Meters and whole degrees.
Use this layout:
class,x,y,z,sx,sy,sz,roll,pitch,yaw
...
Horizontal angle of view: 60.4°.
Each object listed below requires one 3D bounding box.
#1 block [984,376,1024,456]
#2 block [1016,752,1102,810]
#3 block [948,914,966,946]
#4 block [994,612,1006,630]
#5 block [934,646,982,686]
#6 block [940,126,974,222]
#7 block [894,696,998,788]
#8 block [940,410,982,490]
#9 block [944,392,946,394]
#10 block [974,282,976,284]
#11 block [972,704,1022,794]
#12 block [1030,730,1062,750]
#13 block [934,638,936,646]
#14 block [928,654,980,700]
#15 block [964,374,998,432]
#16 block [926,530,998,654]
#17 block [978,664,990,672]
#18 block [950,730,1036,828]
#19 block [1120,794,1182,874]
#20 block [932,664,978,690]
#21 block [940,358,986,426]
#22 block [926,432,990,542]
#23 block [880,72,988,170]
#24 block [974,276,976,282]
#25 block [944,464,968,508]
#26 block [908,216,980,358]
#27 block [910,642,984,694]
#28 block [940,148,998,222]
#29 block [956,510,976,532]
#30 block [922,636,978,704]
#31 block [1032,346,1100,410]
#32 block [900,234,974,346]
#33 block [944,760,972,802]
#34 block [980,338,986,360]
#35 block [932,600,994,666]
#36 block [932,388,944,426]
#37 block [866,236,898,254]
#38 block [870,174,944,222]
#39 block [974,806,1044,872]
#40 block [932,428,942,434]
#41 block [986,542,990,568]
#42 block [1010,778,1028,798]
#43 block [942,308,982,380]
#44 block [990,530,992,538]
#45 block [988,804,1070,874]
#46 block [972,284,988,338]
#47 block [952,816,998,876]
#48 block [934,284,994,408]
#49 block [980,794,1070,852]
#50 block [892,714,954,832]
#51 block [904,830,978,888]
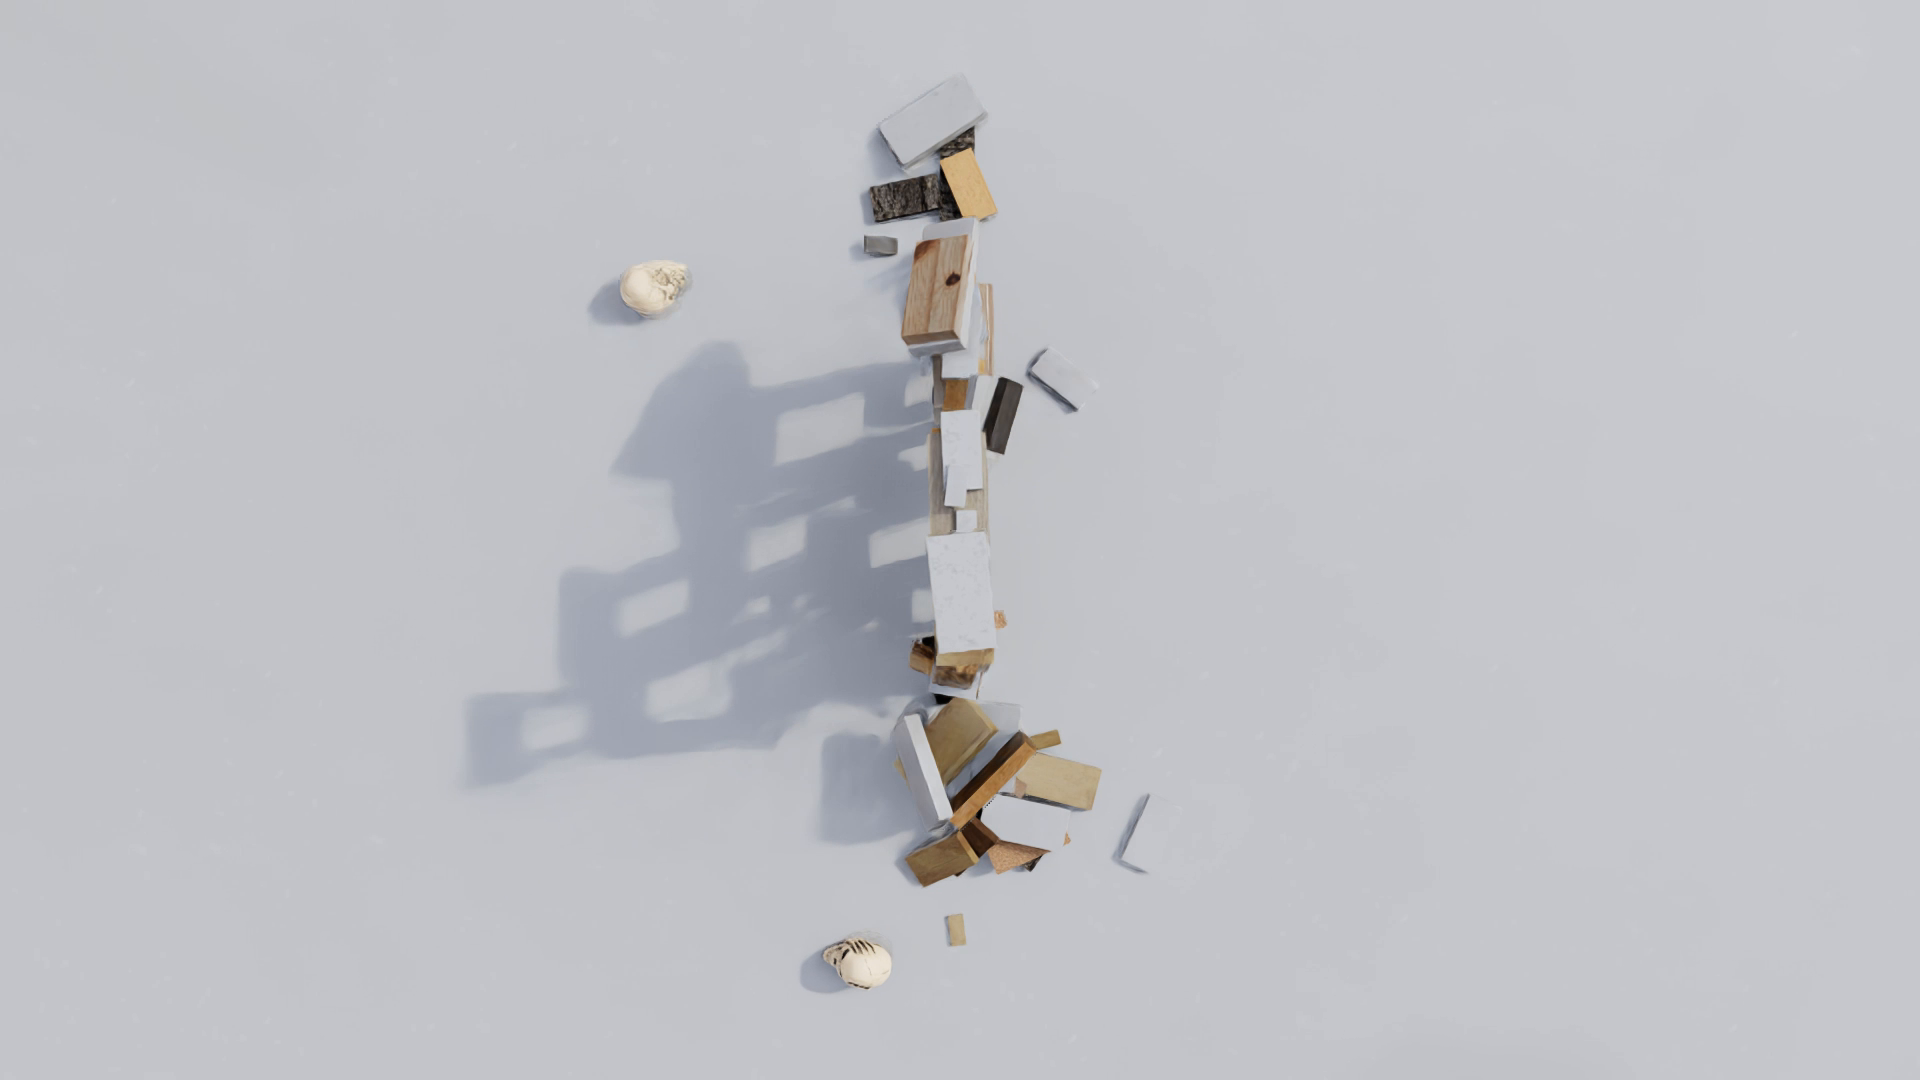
class,x,y,z,sx,sy,sz,roll,pitch,yaw
block,0.120,-0.357,4.759,0.030,0.105,0.210,17,91,28
block,0.310,0.792,5.480,0.296,0.040,0.140,14,90,0
block,-0.009,1.299,5.493,0.050,0.014,0.101,-7,90,0
block,0.046,0.234,4.365,0.149,0.298,0.042,-20,87,1
block,-0.005,0.327,5.065,0.142,0.283,0.040,3,130,-1
block,-0.010,-1.111,5.484,0.114,0.032,0.528,1,90,0
block,-0.048,0.678,5.385,0.350,0.049,0.174,-49,67,18
block,0.005,-0.239,4.405,0.105,0.030,0.210,-2,89,0
block,0.006,-0.484,4.799,0.079,0.022,0.158,10,95,0
block,0.009,-0.783,4.851,0.067,0.019,0.133,-4,85,-1
block,0.121,0.687,5.447,0.140,0.040,0.281,4,82,11
block,0.282,0.666,5.478,0.101,0.014,0.050,-15,47,0
block,-0.010,0.309,5.244,0.140,0.040,0.279,6,120,-3
block,0.001,0.325,4.910,0.142,0.040,0.284,10,99,-2
block,0.054,-0.368,4.719,0.029,0.103,0.207,20,103,39
block,0.005,0.131,4.180,0.149,0.042,0.298,-6,96,0
block,0.008,0.324,4.735,0.158,0.317,0.045,0,74,-1
block,0.099,0.771,5.322,0.049,0.174,0.347,44,92,-6
block,0.637,0.978,5.483,0.117,0.033,0.234,25,90,0
block,-0.016,0.388,4.785,0.117,0.234,0.033,9,74,-1
block,0.010,-0.425,4.770,0.104,0.029,0.207,8,91,0
block,-0.004,-0.129,4.441,0.159,0.045,0.319,-2,89,0
block,-0.086,-1.384,5.449,0.326,0.046,0.163,-32,78,4
block,-0.003,-0.765,5.396,0.108,0.031,0.216,0,109,0
block,-0.009,-0.143,4.381,0.054,0.015,0.108,6,89,0
block,-0.044,-0.731,4.754,0.163,0.046,0.434,-6,61,23
block,-0.042,0.404,5.214,0.234,0.117,0.033,20,57,7
block,0.029,-1.166,5.452,0.114,0.032,0.228,-23,90,0
block,0.018,-0.024,4.409,0.054,0.015,0.108,-1,89,0
block,-0.032,0.420,5.389,0.140,0.040,0.279,-9,131,3
block,0.348,-0.538,5.475,0.210,0.030,0.105,39,96,2
block,-0.064,-0.713,4.696,0.163,0.046,0.326,-4,62,24
block,-0.020,0.744,5.446,0.117,0.033,0.237,7,90,0
block,0.028,-0.614,4.811,0.079,0.022,0.200,-4,94,1
block,0.006,0.185,4.532,0.158,0.045,0.317,-3,101,0
block,0.008,-0.408,5.058,0.180,0.359,0.051,-2,85,0
block,-0.260,-0.979,5.474,0.109,0.015,0.054,1,90,-20
block,-0.178,-1.134,5.467,0.228,0.032,0.114,-10,88,8
block,0.164,0.972,5.481,0.266,0.038,0.133,35,90,0
block,-0.004,-0.176,4.806,0.151,0.043,0.302,-1,89,0
block,0.003,0.067,4.341,0.149,0.298,0.042,-3,74,0
block,0.171,0.808,5.449,0.101,0.014,0.050,27,93,13
block,0.006,-0.564,4.737,0.103,0.029,0.207,2,82,12
block,0.004,-0.028,4.622,0.159,0.319,0.045,-6,92,0
block,0.218,0.988,5.443,0.266,0.038,0.133,-24,90,0
block,0.028,-0.658,4.782,0.079,0.022,0.158,-11,90,1
block,0.016,1.004,5.414,0.117,0.033,0.234,42,128,0
block,0.010,-0.574,4.867,0.180,0.051,0.359,-1,85,0
block,0.210,0.925,5.403,0.281,0.040,0.140,11,79,8
block,-0.121,0.748,5.289,0.049,0.174,0.347,-14,72,-21
block,-0.060,1.049,5.419,0.234,0.033,0.117,-31,94,32
